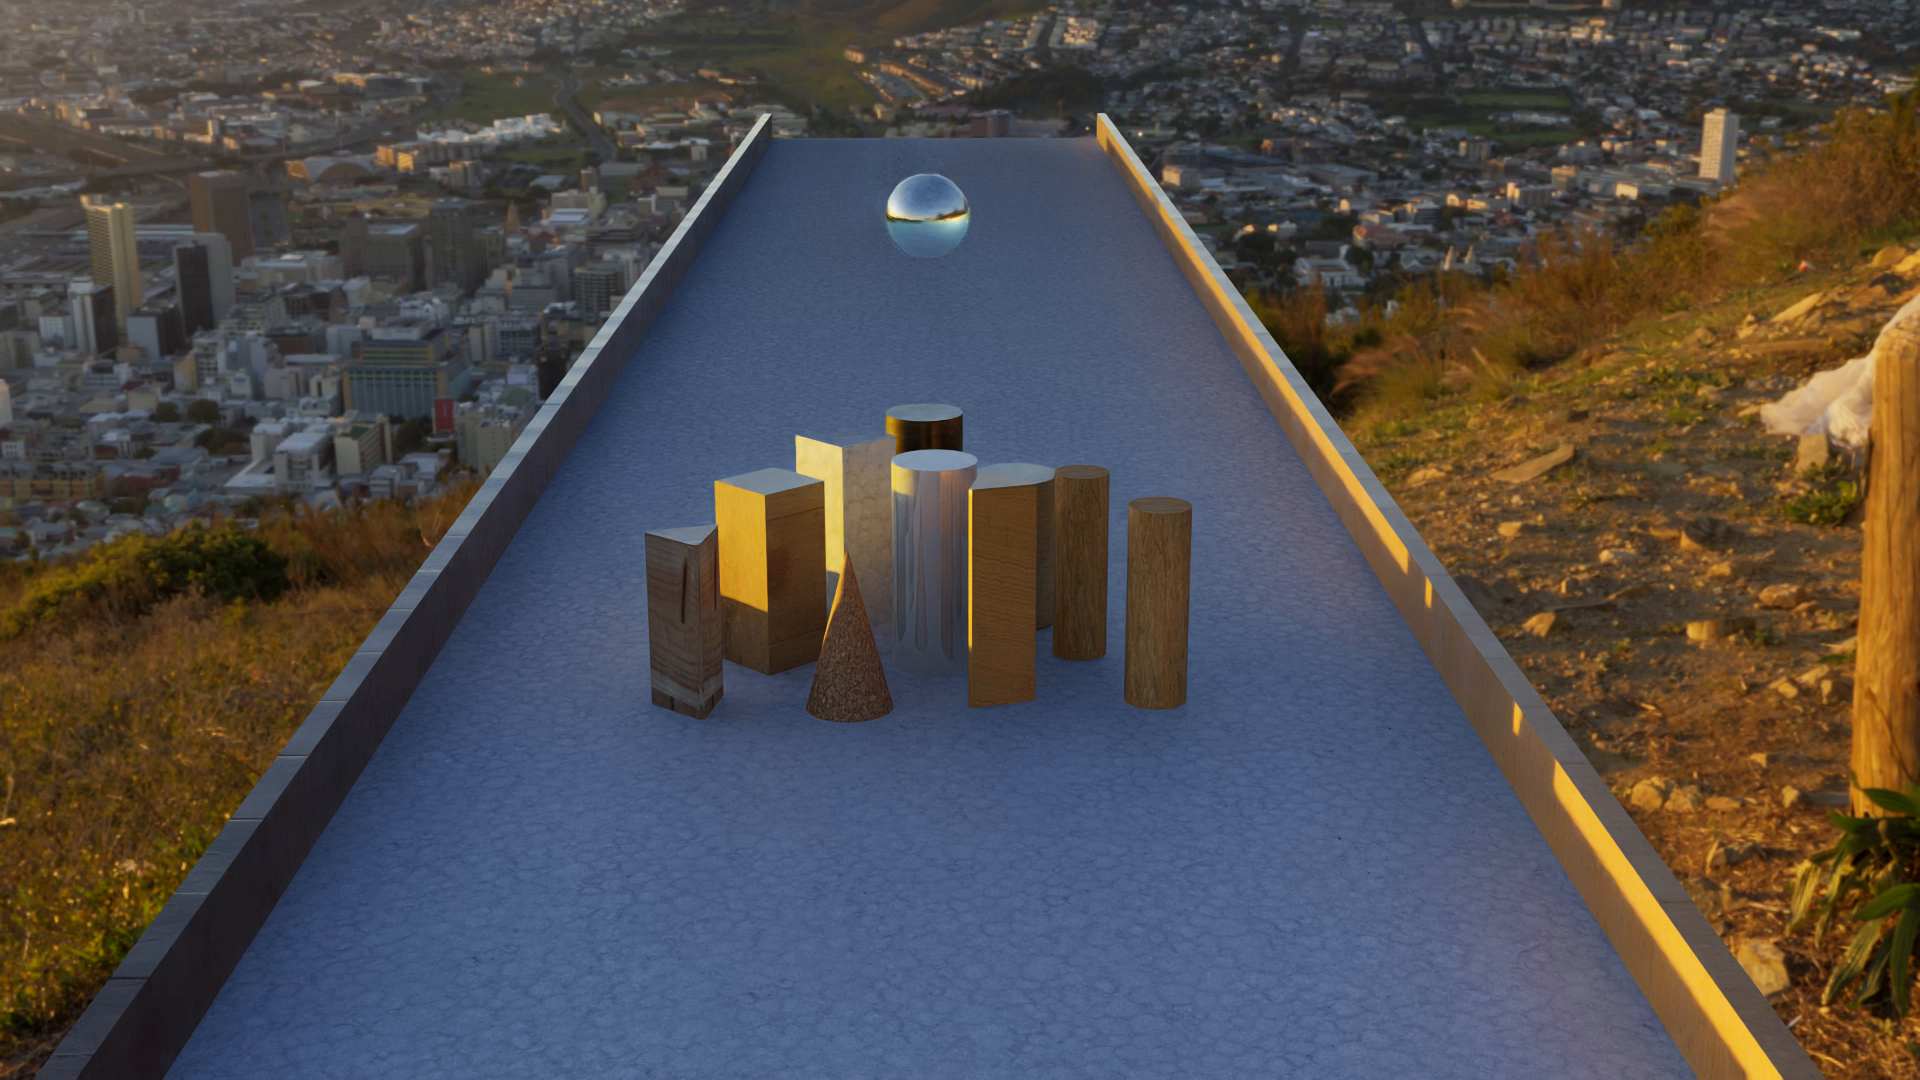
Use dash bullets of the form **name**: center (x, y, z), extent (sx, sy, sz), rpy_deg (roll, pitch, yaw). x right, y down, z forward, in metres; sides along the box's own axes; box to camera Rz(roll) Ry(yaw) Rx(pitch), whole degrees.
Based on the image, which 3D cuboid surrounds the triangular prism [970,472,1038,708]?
- **triangular prism**: center (0.063, 0.091, 4.171), extent (0.133, 0.428, 0.115), rpy_deg (-6, 17, -18)

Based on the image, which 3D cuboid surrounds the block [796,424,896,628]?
- **block**: center (-0.236, -0.025, 4.607), extent (0.147, 0.400, 0.147), rpy_deg (-15, 22, -41)

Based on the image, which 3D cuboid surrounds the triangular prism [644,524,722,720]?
- **triangular prism**: center (-0.495, 0.147, 4.138), extent (0.138, 0.340, 0.119), rpy_deg (13, 21, 38)

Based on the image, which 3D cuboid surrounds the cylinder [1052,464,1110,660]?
- **cylinder**: center (0.242, 0.046, 4.410), extent (0.109, 0.378, 0.109), rpy_deg (0, 17, 0)

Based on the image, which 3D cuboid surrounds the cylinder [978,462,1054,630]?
- **cylinder**: center (0.116, 0.015, 4.618), extent (0.175, 0.319, 0.175), rpy_deg (0, 17, 0)

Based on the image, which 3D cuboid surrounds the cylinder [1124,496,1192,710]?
- **cylinder**: center (0.373, 0.119, 4.152), extent (0.119, 0.384, 0.119), rpy_deg (0, 17, 0)

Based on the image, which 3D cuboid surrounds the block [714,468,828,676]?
- **block**: center (-0.375, 0.060, 4.379), extent (0.153, 0.369, 0.153), rpy_deg (-16, 23, -43)

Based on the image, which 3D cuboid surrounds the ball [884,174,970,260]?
- **ball**: center (-0.135, -1.343, 9.122), extent (0.354, 0.354, 0.354), rpy_deg (0, 17, 0)

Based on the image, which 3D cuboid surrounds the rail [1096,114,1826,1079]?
- **rail**: center (0.932, -0.844, 7.801), extent (0.050, 0.150, 12.000), rpy_deg (0, 17, -1)

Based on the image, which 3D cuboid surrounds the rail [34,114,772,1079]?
- **rail**: center (-1.118, -0.838, 7.780), extent (0.050, 0.150, 12.000), rpy_deg (0, 17, -1)

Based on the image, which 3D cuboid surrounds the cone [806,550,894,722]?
- **cone**: center (-0.209, 0.165, 4.120), extent (0.165, 0.314, 0.165), rpy_deg (0, 17, 0)

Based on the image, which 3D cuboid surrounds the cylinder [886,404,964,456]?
- **cylinder**: center (-0.079, -0.102, 4.908), extent (0.172, 0.377, 0.172), rpy_deg (0, 17, 0)

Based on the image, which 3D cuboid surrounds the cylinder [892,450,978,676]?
- **cylinder**: center (-0.050, 0.043, 4.352), extent (0.170, 0.416, 0.170), rpy_deg (0, 17, 0)
